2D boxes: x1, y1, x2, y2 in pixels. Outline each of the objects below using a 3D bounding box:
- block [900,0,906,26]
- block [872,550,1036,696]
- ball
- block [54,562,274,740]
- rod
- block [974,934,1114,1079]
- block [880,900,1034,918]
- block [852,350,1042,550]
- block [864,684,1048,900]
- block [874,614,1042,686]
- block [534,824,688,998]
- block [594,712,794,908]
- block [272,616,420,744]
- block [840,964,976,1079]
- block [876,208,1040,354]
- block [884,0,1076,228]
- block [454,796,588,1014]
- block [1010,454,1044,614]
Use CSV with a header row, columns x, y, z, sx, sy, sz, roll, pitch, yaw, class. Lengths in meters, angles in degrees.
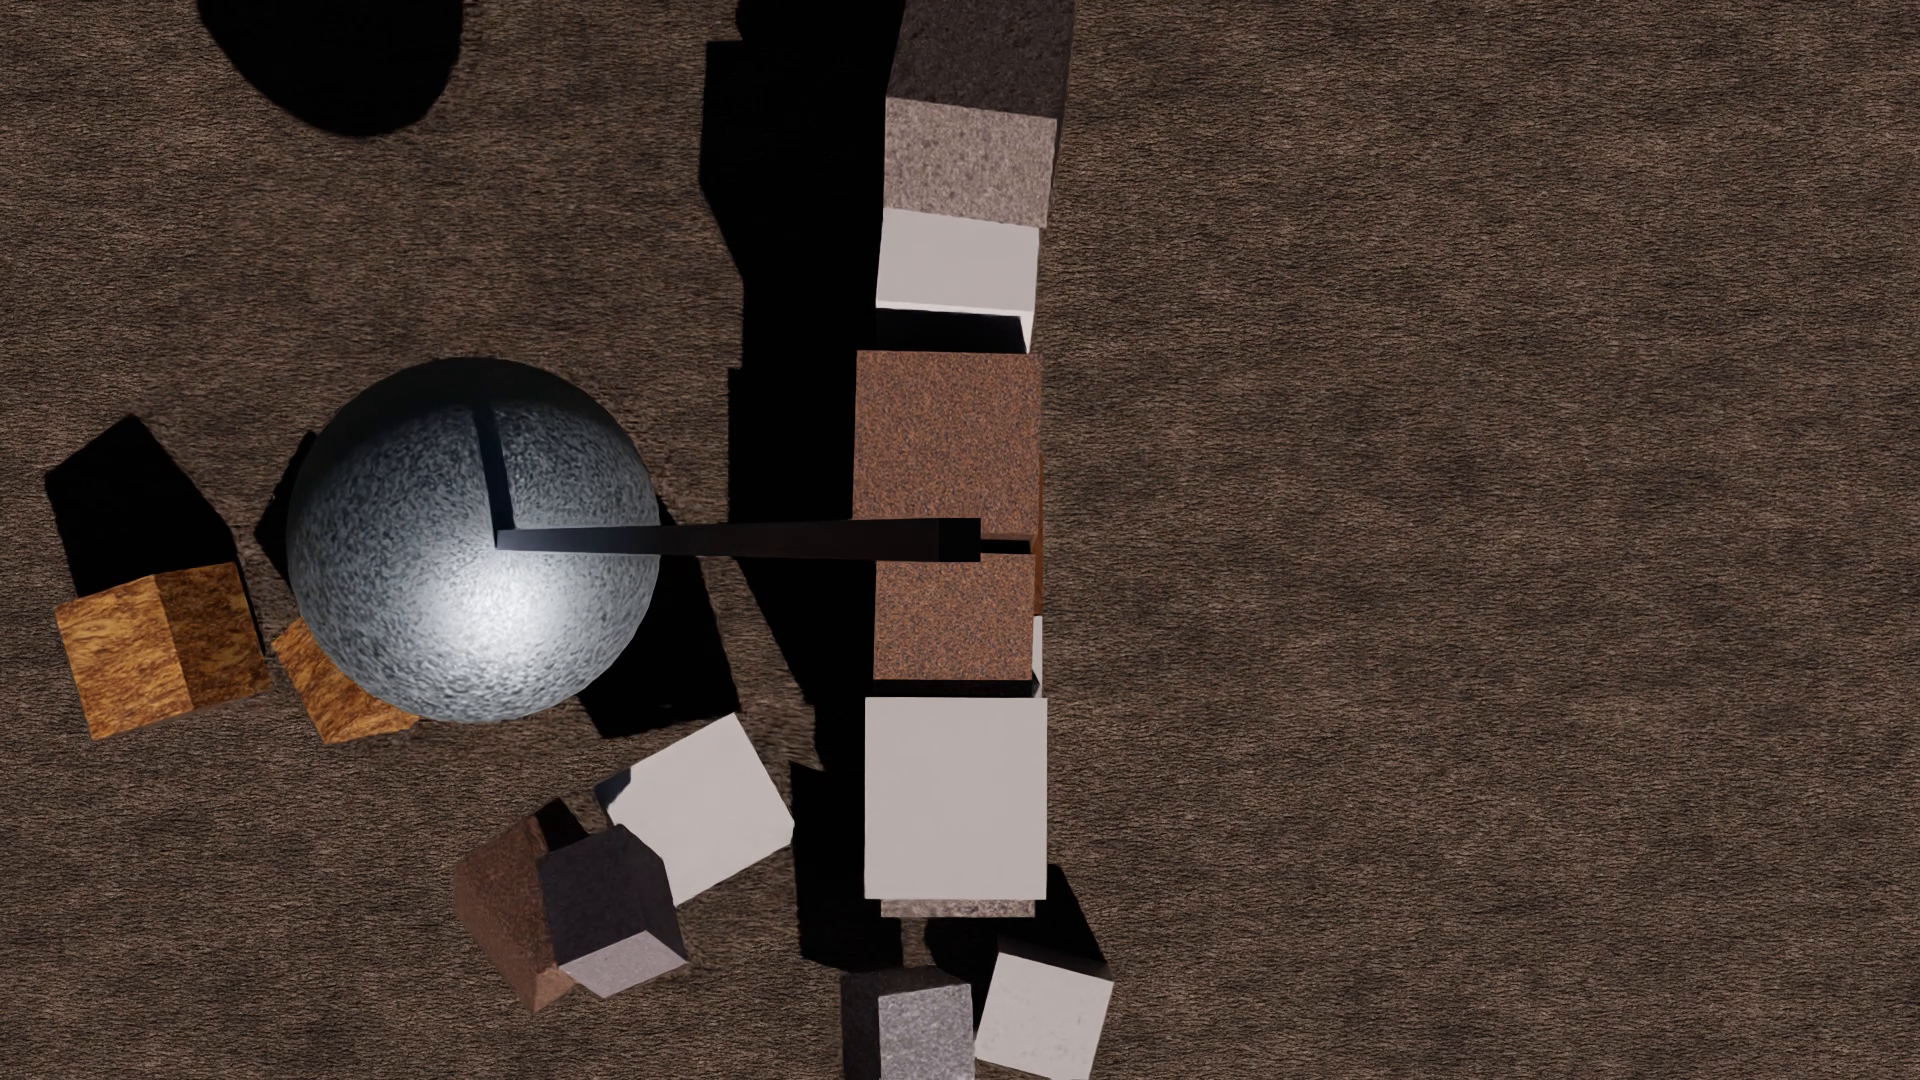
x,y,z,sx,sy,sz,roll,pitch,yaw,class
0.037,-3.072,12.647,0.722,0.706,0.784,2,90,0,block
-0.030,0.423,11.691,0.816,0.766,0.731,2,91,0,block
-2.106,0.000,9.577,1.600,1.600,1.600,0,90,0,ball
-4.529,0.622,12.537,0.688,0.759,0.777,-17,90,17,block
-0.913,0.000,6.393,0.080,5.200,0.080,0,90,-21,rod
0.467,2.714,12.720,0.673,0.560,0.617,15,90,0,block
-0.013,1.663,12.584,0.853,0.831,0.850,0,90,0,block
-0.064,-0.449,11.541,0.929,1.058,0.909,1,85,0,block
-0.021,1.317,11.699,0.929,0.933,1.031,0,90,0,block
-0.013,0.826,12.582,0.934,0.835,0.811,0,90,0,block
-1.709,1.821,10.787,0.468,0.514,0.585,-23,58,5,block
-1.439,1.498,11.958,0.833,0.720,0.679,-28,78,-13,block
-3.322,0.661,12.495,0.643,0.679,0.675,-38,76,24,block
-0.296,2.750,12.255,0.553,0.584,0.601,-3,91,-24,block
-0.003,-1.493,11.759,0.811,0.892,0.908,4,73,0,block
0.096,-2.191,11.086,0.834,0.787,0.815,8,57,3,block
-2.163,1.912,11.489,0.638,0.680,0.715,-34,74,-26,block
-0.002,-0.033,12.537,0.916,0.927,0.874,0,90,0,block
